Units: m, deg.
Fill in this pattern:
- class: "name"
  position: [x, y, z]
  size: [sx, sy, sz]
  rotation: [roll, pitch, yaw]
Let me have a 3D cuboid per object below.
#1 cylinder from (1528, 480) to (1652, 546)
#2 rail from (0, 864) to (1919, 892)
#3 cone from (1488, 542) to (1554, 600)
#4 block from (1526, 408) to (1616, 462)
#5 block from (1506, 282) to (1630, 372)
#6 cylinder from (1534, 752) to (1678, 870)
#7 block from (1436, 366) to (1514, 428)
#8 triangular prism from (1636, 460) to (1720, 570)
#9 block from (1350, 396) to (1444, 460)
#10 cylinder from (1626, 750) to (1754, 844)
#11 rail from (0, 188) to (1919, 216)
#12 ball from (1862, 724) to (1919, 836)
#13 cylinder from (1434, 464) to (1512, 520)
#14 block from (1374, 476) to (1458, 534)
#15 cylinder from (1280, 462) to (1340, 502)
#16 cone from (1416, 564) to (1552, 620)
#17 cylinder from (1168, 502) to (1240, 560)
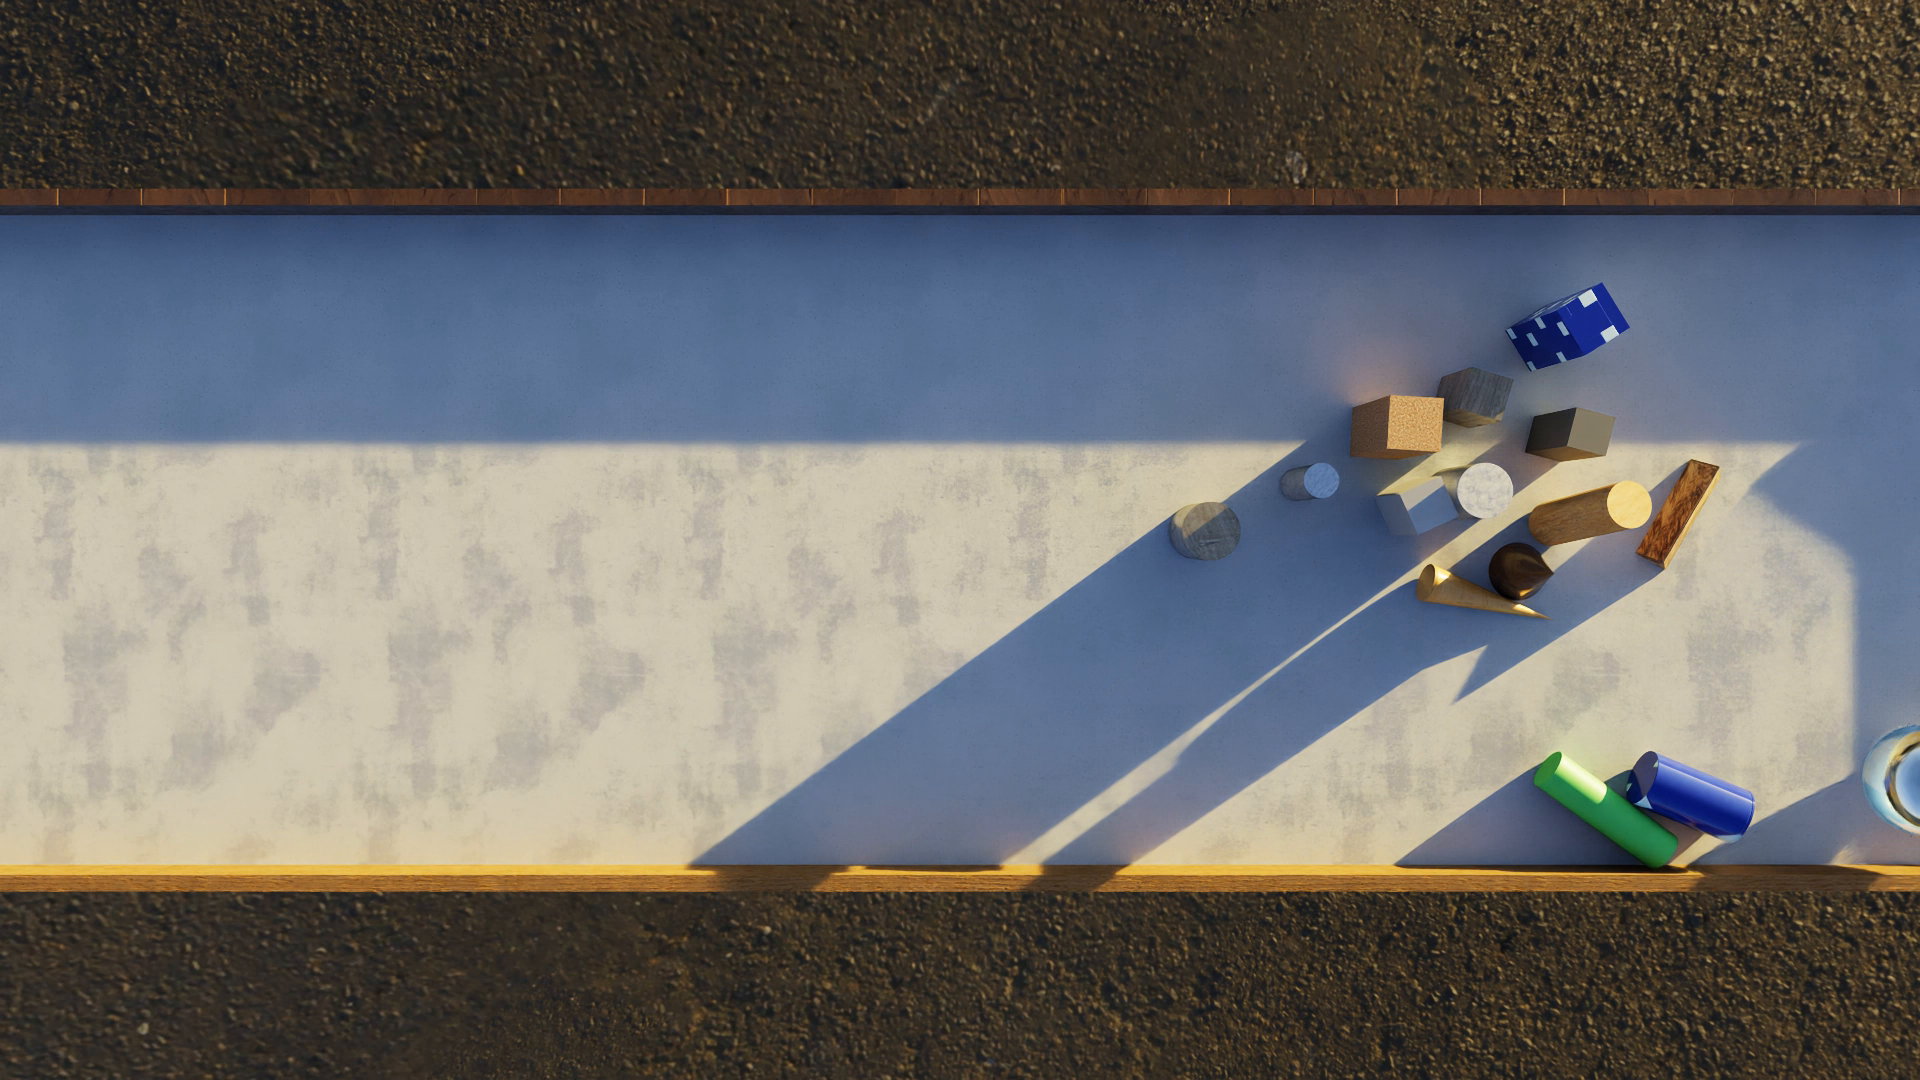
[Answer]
- class: "cylinder"
  position: [1.843, -0.074, 4.844]
  size: [0.135, 0.447, 0.135]
  rotation: [1, 83, -9]
- class: "rail"
  position: [-2.247, 1.025, 5.001]
  size: [12.000, 0.150, 0.050]
  rotation: [0, 90, 0]
- class: "cone"
  position: [1.716, 0.097, 4.919]
  size: [0.178, 0.315, 0.178]
  rotation: [0, 90, 0]
- class: "block"
  position: [1.809, -0.310, 4.900]
  size: [0.115, 0.353, 0.115]
  rotation: [15, 90, 0]
- class: "block"
  position: [1.780, -0.621, 4.855]
  size: [0.150, 0.443, 0.150]
  rotation: [-32, 90, 0]
- class: "cylinder"
  position: [1.961, 0.822, 5.013]
  size: [0.432, 0.127, 0.127]
  rotation: [36, 90, 0]
- class: "block"
  position: [1.525, -0.423, 4.926]
  size: [0.127, 0.300, 0.127]
  rotation: [17, 90, 0]
- class: "triangular prism"
  position: [2.209, -0.078, 5.028]
  size: [0.105, 0.091, 0.334]
  rotation: [31, 90, 0]
- class: "block"
  position: [1.279, -0.328, 4.854]
  size: [0.151, 0.445, 0.151]
  rotation: [3, 90, 0]
- class: "cylinder"
  position: [2.209, 0.777, 4.991]
  size: [0.313, 0.171, 0.171]
  rotation: [22, 90, 0]
- class: "rail"
  position: [-2.247, -1.025, 5.002]
  size: [12.000, 0.150, 0.050]
  rotation: [0, 90, 0]
- class: "ball"
  position: [2.876, 0.715, 4.911]
  size: [0.330, 0.330, 0.330]
  rotation: [0, 90, 0]
- class: "cylinder"
  position: [1.511, -0.142, 4.908]
  size: [0.160, 0.336, 0.160]
  rotation: [0, 90, 0]
- class: "block"
  position: [1.358, -0.101, 4.921]
  size: [0.130, 0.310, 0.130]
  rotation: [-24, 90, 1]
- class: "cylinder"
  position: [1.035, -0.170, 4.898]
  size: [0.101, 0.356, 0.101]
  rotation: [0, 90, 0]
- class: "cone"
  position: [1.624, 0.188, 5.047]
  size: [0.434, 0.118, 0.118]
  rotation: [16, 90, -8]
- class: "cylinder"
  position: [0.727, -0.026, 4.924]
  size: [0.171, 0.305, 0.171]
  rotation: [0, 90, 0]
